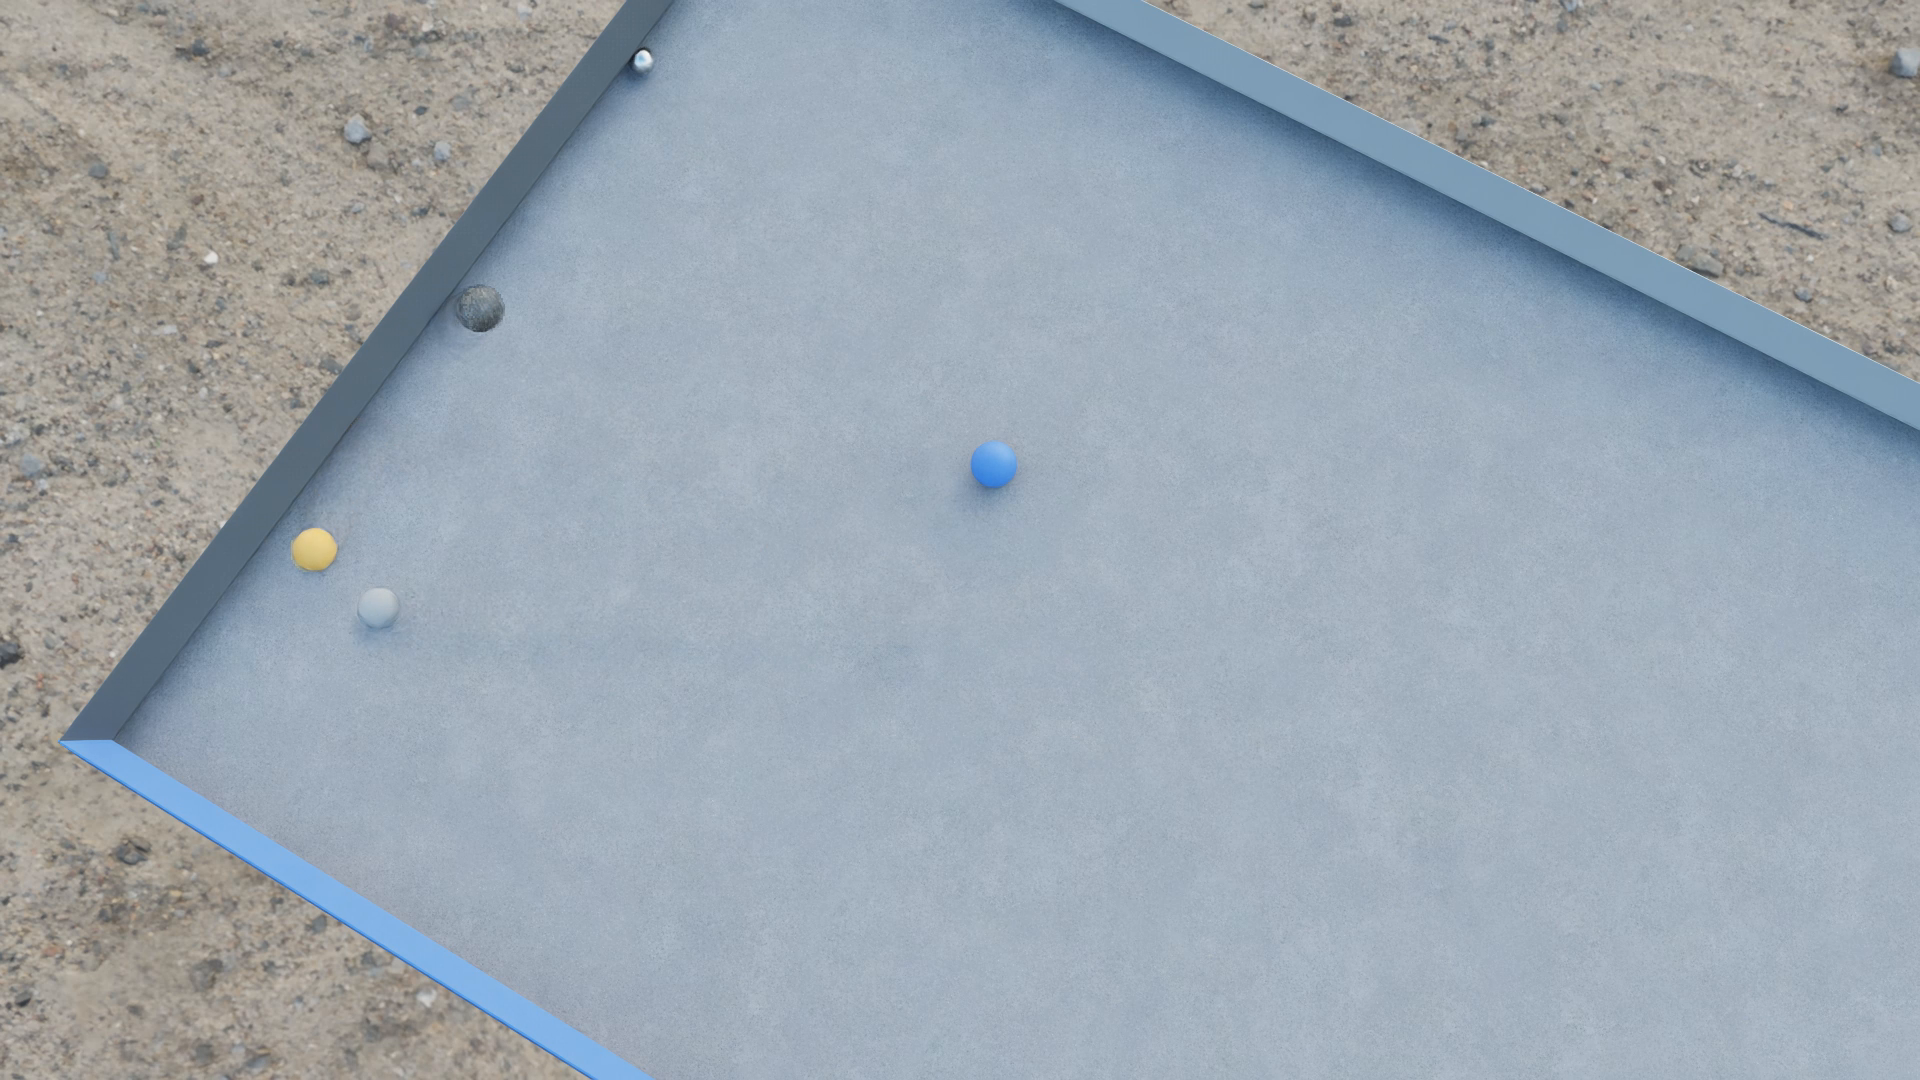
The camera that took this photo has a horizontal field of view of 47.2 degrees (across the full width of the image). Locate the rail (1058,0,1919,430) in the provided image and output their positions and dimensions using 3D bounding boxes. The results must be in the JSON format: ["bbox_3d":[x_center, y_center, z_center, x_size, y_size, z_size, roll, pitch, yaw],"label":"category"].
[{"bbox_3d":[1.336,-0.312,3.570,3.926,0.097,0.045,29,72,11],"label":"rail"}]

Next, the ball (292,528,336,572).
[{"bbox_3d":[-1.016,0.015,3.461,0.067,0.067,0.067,0,69,0],"label":"ball"}]

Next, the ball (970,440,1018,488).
[{"bbox_3d":[0.054,-0.121,3.509,0.075,0.075,0.075,0,69,0],"label":"ball"}]

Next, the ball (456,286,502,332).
[{"bbox_3d":[-0.788,-0.378,3.609,0.074,0.074,0.074,0,69,0],"label":"ball"}]

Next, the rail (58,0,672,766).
[{"bbox_3d":[-0.824,-0.462,3.628,0.045,0.097,1.974,29,72,11],"label":"rail"}]

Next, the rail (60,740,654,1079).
[{"bbox_3d":[0.352,1.235,2.974,3.926,0.097,0.045,29,72,11],"label":"rail"}]

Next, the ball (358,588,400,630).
[{"bbox_3d":[-0.905,0.107,3.427,0.065,0.065,0.065,0,69,0],"label":"ball"}]

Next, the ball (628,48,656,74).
[{"bbox_3d":[-0.549,-0.826,3.797,0.046,0.046,0.046,0,69,0],"label":"ball"}]
